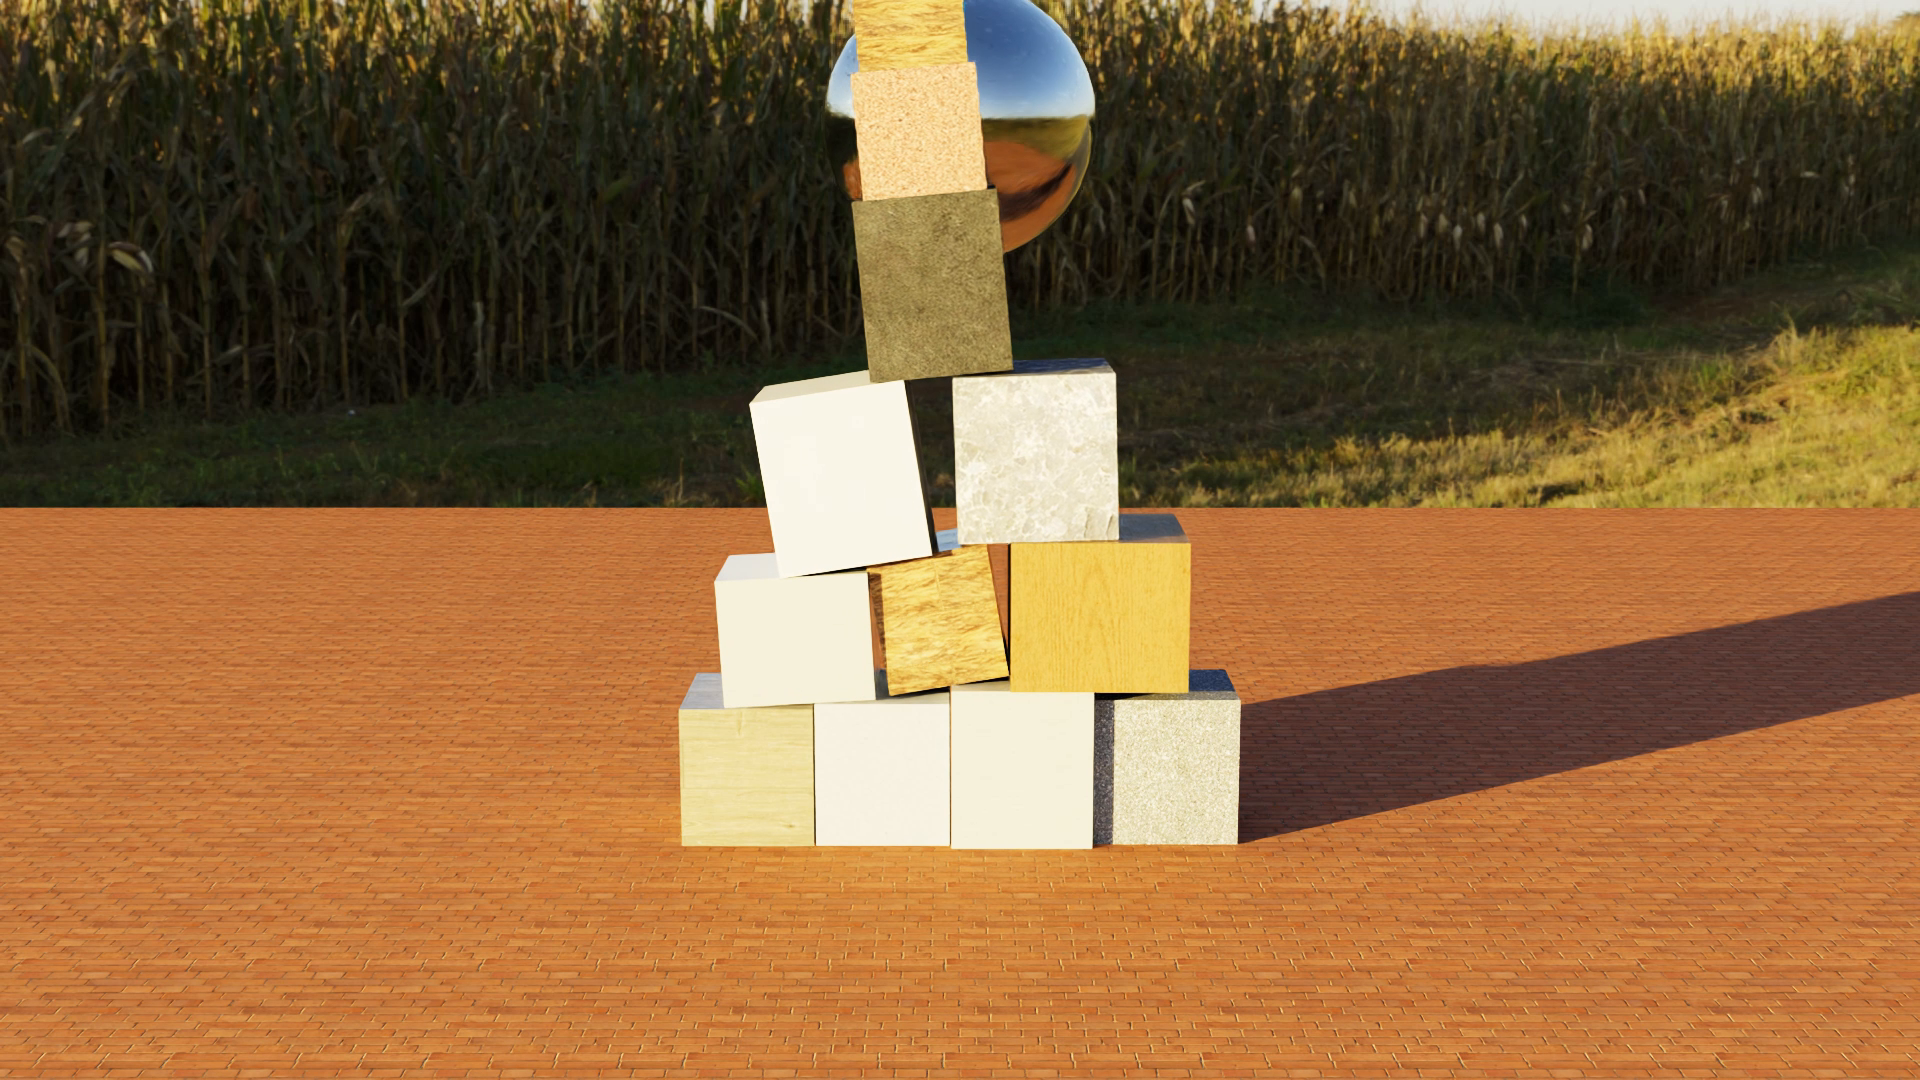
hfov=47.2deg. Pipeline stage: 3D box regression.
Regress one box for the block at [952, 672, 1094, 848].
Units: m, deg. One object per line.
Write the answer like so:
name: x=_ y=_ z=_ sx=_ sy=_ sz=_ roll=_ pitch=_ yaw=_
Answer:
block: x=0.311 y=1.079 z=11.358 sx=0.707 sy=0.813 sz=0.798 roll=0 pitch=10 yaw=0

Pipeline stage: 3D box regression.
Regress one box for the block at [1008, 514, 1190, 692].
block: x=0.690 y=0.307 z=11.233 sx=0.877 sy=0.750 sz=0.871 roll=0 pitch=10 yaw=0

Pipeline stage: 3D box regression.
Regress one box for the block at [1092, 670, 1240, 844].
block: x=1.037 y=1.110 z=11.366 sx=0.727 sy=0.749 sz=0.657 roll=0 pitch=10 yaw=0

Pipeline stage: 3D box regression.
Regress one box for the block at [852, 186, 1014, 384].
block: x=-0.130 y=-1.289 z=10.960 sx=0.697 sy=0.871 sz=0.775 roll=-5 pitch=10 yaw=1

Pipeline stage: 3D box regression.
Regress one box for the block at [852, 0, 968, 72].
block: x=-0.252 y=-2.593 z=10.698 sx=0.522 sy=0.600 sz=0.506 roll=-5 pitch=10 yaw=0

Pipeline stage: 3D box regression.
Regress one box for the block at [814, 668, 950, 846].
block: x=-0.389 y=1.113 z=11.394 sx=0.671 sy=0.734 sz=0.749 roll=0 pitch=10 yaw=0

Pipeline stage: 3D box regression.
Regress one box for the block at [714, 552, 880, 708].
block: x=-0.818 y=0.440 z=11.268 sx=0.756 sy=0.645 sz=0.689 roll=-3 pitch=10 yaw=1

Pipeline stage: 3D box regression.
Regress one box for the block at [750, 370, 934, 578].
block: x=-0.578 y=-0.362 z=11.135 sx=0.759 sy=0.878 sz=0.760 roll=-9 pitch=10 yaw=2

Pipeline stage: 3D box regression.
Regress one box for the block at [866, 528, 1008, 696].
block: x=-0.108 y=0.347 z=11.239 sx=0.605 sy=0.682 sz=0.582 roll=-10 pitch=10 yaw=2

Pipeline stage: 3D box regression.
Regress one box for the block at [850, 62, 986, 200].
block: x=-0.200 y=-2.003 z=10.796 sx=0.596 sy=0.600 sz=0.601 roll=-5 pitch=10 yaw=0

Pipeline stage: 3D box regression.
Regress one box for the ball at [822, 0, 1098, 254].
ball: x=0.000 y=-2.434 z=12.846 sx=1.600 sy=1.600 sz=1.600 roll=0 pitch=10 yaw=0

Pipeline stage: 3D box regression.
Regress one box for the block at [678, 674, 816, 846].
block: x=-1.068 y=1.125 z=11.396 sx=0.666 sy=0.709 sz=0.761 roll=0 pitch=10 yaw=0

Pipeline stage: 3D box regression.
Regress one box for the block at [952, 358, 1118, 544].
block: x=0.369 y=-0.463 z=11.078 sx=0.787 sy=0.813 sz=0.800 roll=-2 pitch=10 yaw=0
